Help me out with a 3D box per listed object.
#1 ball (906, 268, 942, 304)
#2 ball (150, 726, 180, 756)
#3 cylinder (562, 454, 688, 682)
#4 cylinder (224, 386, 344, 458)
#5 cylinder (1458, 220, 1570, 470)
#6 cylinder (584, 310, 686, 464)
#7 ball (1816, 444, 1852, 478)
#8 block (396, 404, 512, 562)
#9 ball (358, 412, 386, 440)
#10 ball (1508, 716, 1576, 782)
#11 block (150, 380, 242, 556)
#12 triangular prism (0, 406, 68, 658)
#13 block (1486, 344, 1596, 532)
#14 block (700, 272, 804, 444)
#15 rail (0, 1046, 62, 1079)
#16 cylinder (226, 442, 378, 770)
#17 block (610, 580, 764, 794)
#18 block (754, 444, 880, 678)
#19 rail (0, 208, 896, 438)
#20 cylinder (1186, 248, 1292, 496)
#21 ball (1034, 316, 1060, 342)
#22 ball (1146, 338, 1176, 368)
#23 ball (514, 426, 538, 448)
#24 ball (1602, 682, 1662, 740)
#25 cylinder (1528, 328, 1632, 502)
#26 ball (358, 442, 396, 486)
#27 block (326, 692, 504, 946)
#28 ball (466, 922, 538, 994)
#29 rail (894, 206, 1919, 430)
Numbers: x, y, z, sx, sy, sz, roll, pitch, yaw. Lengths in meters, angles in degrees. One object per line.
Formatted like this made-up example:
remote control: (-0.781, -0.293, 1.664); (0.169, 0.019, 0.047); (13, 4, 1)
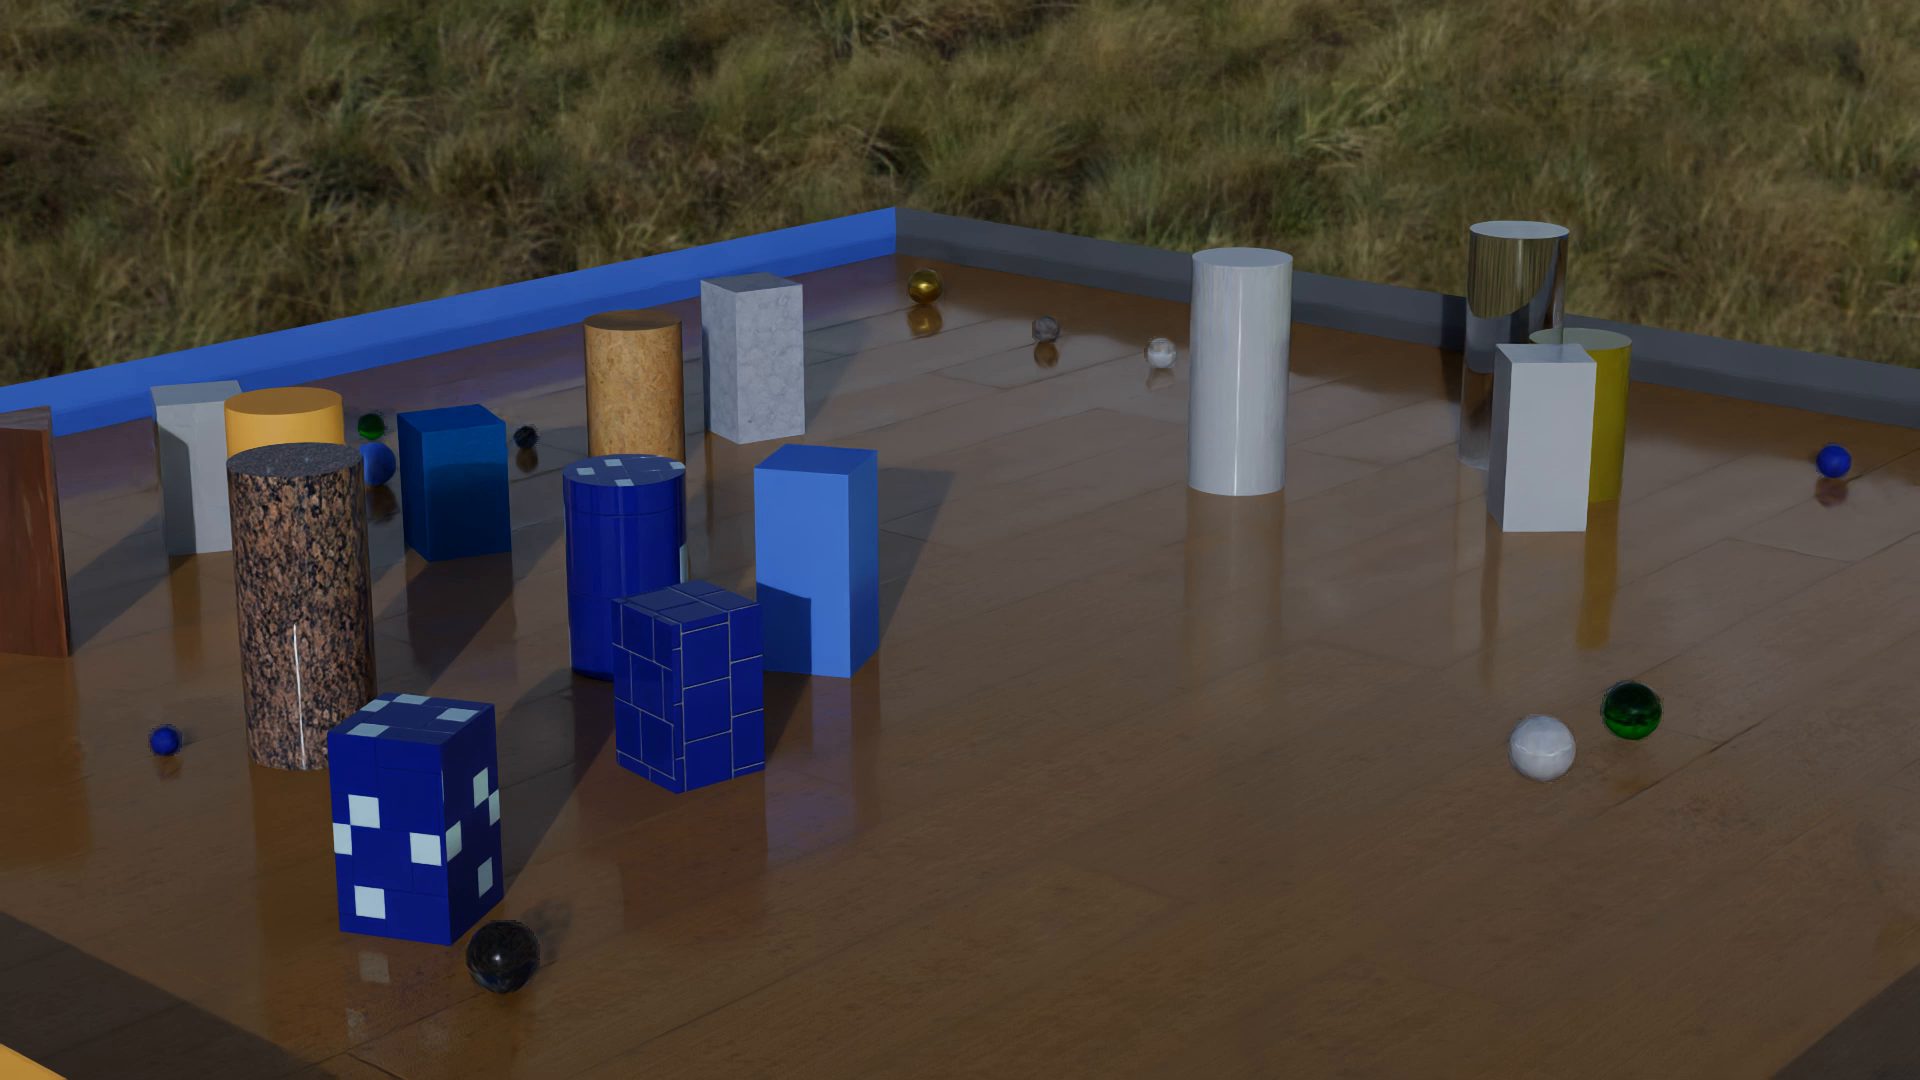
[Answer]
ball: (-0.089, -0.641, 7.421); (0.090, 0.090, 0.090); (0, 17, 0)
ball: (-1.187, 0.300, 4.379); (0.043, 0.043, 0.043); (0, 17, 0)
cylinder: (-0.538, 0.044, 4.741); (0.196, 0.326, 0.196); (0, 17, 0)
cylinder: (-1.148, -0.062, 5.025); (0.196, 0.364, 0.196); (0, 17, 0)
cylinder: (1.118, -0.392, 5.927); (0.196, 0.476, 0.196); (0, 17, 0)
cylinder: (-0.657, -0.299, 5.924); (0.196, 0.298, 0.196); (0, 17, 0)
ball: (1.746, -0.158, 5.857); (0.067, 0.067, 0.067); (0, 17, 0)
block: (-0.928, -0.106, 5.382); (0.157, 0.243, 0.157); (-8, 19, -25)
ball: (-1.234, -0.239, 6.143); (0.057, 0.057, 0.057); (0, 17, 0)
ball: (0.848, 0.304, 4.274); (0.096, 0.096, 0.096); (0, 17, 0)
block: (-1.396, -0.134, 5.407); (0.157, 0.282, 0.157); (-6, 18, -18)
triangular prism: (-1.530, -0.018, 4.843); (0.170, 0.386, 0.147); (5, 17, 15)
block: (1.095, -0.194, 5.530); (0.157, 0.325, 0.157); (0, 17, -1)
block: (-0.436, -0.385, 6.170); (0.157, 0.321, 0.157); (-10, 20, -31)
rail: (-1.424, 0.505, 3.549); (4.287, 0.127, 0.045); (14, 22, 39)
cylinder: (-0.973, 0.097, 4.352); (0.196, 0.448, 0.196); (0, 17, 0)
block: (-0.399, 0.213, 4.301); (0.157, 0.256, 0.157); (-13, 21, -37)
block: (-0.231, 0.032, 4.757); (0.157, 0.339, 0.157); (5, 17, 15)
rail: (-1.601, -0.369, 6.451); (0.045, 0.127, 4.392); (14, 22, 39)
cylinder: (0.549, -0.332, 5.764); (0.196, 0.455, 0.196); (0, 17, 0)
ball: (0.207, -0.502, 7.009); (0.062, 0.062, 0.062); (0, 17, 0)
ball: (0.465, -0.432, 6.765); (0.068, 0.068, 0.068); (0, 17, 0)
ball: (-0.900, -0.213, 6.075); (0.048, 0.048, 0.048); (0, 17, 0)
ball: (1.018, 0.258, 4.440); (0.089, 0.089, 0.089); (0, 17, 0)
cylinder: (1.206, -0.246, 5.741); (0.196, 0.303, 0.196); (0, 17, 0)
ball: (-1.160, -0.151, 5.800); (0.086, 0.086, 0.086); (0, 17, 0)
block: (-0.701, 0.358, 3.789); (0.157, 0.273, 0.157); (5, 17, 16)
ball: (-0.562, 0.512, 3.598); (0.088, 0.088, 0.088); (0, 17, 0)
rail: (1.424, -0.442, 6.691); (4.287, 0.127, 0.045); (14, 22, 39)
